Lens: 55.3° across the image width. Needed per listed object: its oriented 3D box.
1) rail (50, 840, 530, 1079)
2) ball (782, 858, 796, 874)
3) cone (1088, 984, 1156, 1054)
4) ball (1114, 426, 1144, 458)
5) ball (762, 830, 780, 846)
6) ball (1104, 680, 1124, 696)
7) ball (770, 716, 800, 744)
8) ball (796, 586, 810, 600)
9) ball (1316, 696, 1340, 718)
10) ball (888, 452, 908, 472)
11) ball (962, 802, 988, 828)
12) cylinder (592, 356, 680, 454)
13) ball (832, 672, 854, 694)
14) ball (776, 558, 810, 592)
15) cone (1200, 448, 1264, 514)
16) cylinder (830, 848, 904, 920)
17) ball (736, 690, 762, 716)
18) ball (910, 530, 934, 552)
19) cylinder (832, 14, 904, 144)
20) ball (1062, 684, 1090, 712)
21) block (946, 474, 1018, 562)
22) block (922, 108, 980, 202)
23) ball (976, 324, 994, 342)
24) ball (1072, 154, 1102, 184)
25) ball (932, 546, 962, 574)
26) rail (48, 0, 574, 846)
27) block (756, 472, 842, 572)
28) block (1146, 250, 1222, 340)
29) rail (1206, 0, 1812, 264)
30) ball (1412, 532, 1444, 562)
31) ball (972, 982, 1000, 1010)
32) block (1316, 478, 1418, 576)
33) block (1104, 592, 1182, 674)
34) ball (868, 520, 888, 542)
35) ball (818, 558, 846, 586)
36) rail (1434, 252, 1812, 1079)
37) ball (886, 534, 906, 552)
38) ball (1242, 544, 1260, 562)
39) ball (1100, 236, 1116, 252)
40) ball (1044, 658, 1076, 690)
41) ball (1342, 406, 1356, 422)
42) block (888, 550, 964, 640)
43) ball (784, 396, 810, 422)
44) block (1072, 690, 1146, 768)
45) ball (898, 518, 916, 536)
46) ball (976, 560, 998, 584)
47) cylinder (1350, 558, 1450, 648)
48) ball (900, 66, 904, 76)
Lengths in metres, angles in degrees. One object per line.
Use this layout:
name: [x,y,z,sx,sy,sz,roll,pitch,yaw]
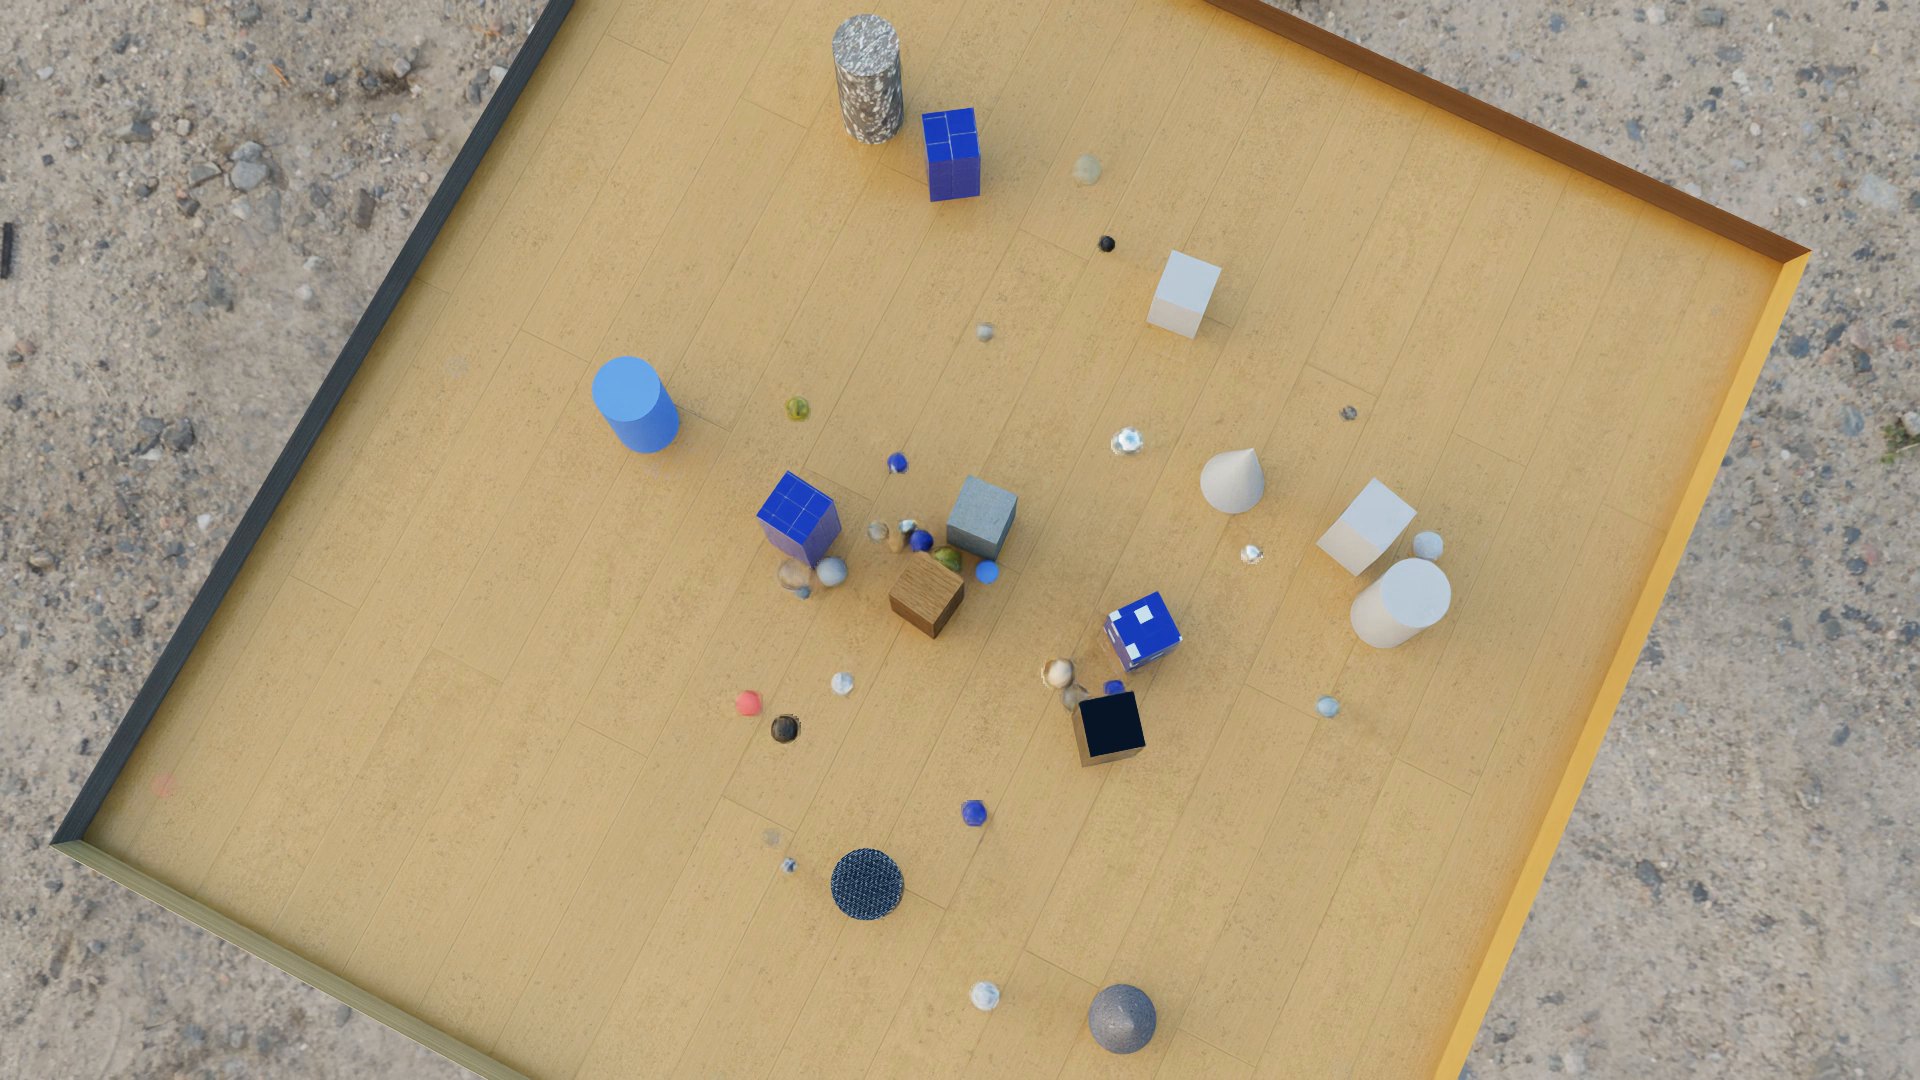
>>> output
rail: [-0.881,1.732,5.191,3.908,0.129,0.045,26,80,5]
ball: [-0.503,0.960,5.396,0.044,0.044,0.044,0,78,0]
cone: [0.472,1.355,5.144,0.198,0.376,0.198,0,78,0]
ball: [0.517,-0.301,5.631,0.094,0.094,0.094,0,78,0]
ball: [-0.558,0.879,5.409,0.050,0.050,0.050,0,78,0]
ball: [0.464,0.448,5.493,0.060,0.060,0.060,0,78,0]
ball: [-0.522,0.565,5.456,0.086,0.086,0.086,0,78,0]
ball: [-0.476,0.158,5.561,0.044,0.044,0.044,0,78,0]
ball: [1.100,0.499,5.480,0.066,0.066,0.066,0,78,0]
ball: [-0.193,-0.237,5.634,0.061,0.061,0.061,0,78,0]
ball: [0.043,0.810,5.410,0.075,0.075,0.075,0,78,0]
cylinder: [-0.971,-0.402,5.511,0.198,0.370,0.198,0,78,0]
ball: [-0.353,0.428,5.494,0.067,0.067,0.067,0,78,0]
ball: [-0.502,0.104,5.521,0.099,0.099,0.099,0,78,0]
cone: [0.841,-0.221,5.449,0.198,0.417,0.198,0,78,0]
cylinder: [-0.262,0.990,5.258,0.198,0.300,0.198,0,78,0]
ball: [-0.630,0.488,5.476,0.078,0.078,0.078,0,78,0]
ball: [-0.118,0.005,5.579,0.072,0.072,0.072,0,78,0]
cylinder: [-0.279,-1.416,5.661,0.198,0.487,0.198,0,78,0]
ball: [0.346,0.475,5.475,0.085,0.085,0.085,0,78,0]
block: [0.065,-0.060,5.480,0.159,0.291,0.159,23,79,5]
block: [-0.026,-1.196,5.705,0.159,0.312,0.159,-8,78,-2]
ball: [0.078,-0.647,5.721,0.057,0.057,0.057,0,78,0]
ball: [0.403,-1.175,5.813,0.091,0.091,0.091,0,78,0]
ball: [-0.044,0.067,5.552,0.098,0.098,0.098,0,78,0]
rail: [-1.726,-0.838,5.723,0.045,0.129,3.988,26,80,5]
block: [-0.472,-0.052,5.426,0.159,0.395,0.159,33,80,6]
block: [0.688,-0.754,5.650,0.159,0.240,0.159,22,79,4]
rail: [0.881,-1.719,5.906,3.908,0.129,0.045,26,80,5]
ball: [1.421,0.019,5.566,0.092,0.092,0.092,0,78,0]
ball: [0.074,1.319,5.303,0.081,0.081,0.081,0,78,0]
block: [1.201,-0.034,5.436,0.159,0.368,0.159,40,81,8]
block: [0.540,0.276,5.438,0.159,0.238,0.159,-25,79,-5]
ball: [-0.250,-0.028,5.576,0.064,0.064,0.064,0,78,0]
ball: [-0.388,0.097,5.551,0.089,0.089,0.089,0,78,0]
rail: [1.726,0.852,5.373,0.045,0.129,3.988,26,80,5]
ball: [-0.195,0.010,5.586,0.057,0.057,0.057,0,78,0]
ball: [0.885,0.038,5.563,0.055,0.055,0.055,0,78,0]
ball: [0.466,-0.933,5.784,0.050,0.050,0.050,0,78,0]
ball: [0.299,0.399,5.484,0.096,0.096,0.096,0,78,0]
ball: [1.206,-0.391,5.675,0.045,0.045,0.045,0,78,0]
block: [-0.097,0.165,5.431,0.159,0.297,0.159,34,80,7]
ball: [-0.503,-0.406,5.661,0.077,0.077,0.077,0,78,0]
block: [0.427,0.552,5.317,0.159,0.362,0.159,-11,79,-2]
ball: [-0.159,-0.042,5.597,0.056,0.056,0.056,0,78,0]
ball: [0.082,0.096,5.560,0.072,0.072,0.072,0,78,0]
cylinder: [1.286,0.190,5.369,0.198,0.409,0.198,0,78,0]
ball: [-0.214,-1.504,5.895,0.065,0.065,0.065,0,78,0]
